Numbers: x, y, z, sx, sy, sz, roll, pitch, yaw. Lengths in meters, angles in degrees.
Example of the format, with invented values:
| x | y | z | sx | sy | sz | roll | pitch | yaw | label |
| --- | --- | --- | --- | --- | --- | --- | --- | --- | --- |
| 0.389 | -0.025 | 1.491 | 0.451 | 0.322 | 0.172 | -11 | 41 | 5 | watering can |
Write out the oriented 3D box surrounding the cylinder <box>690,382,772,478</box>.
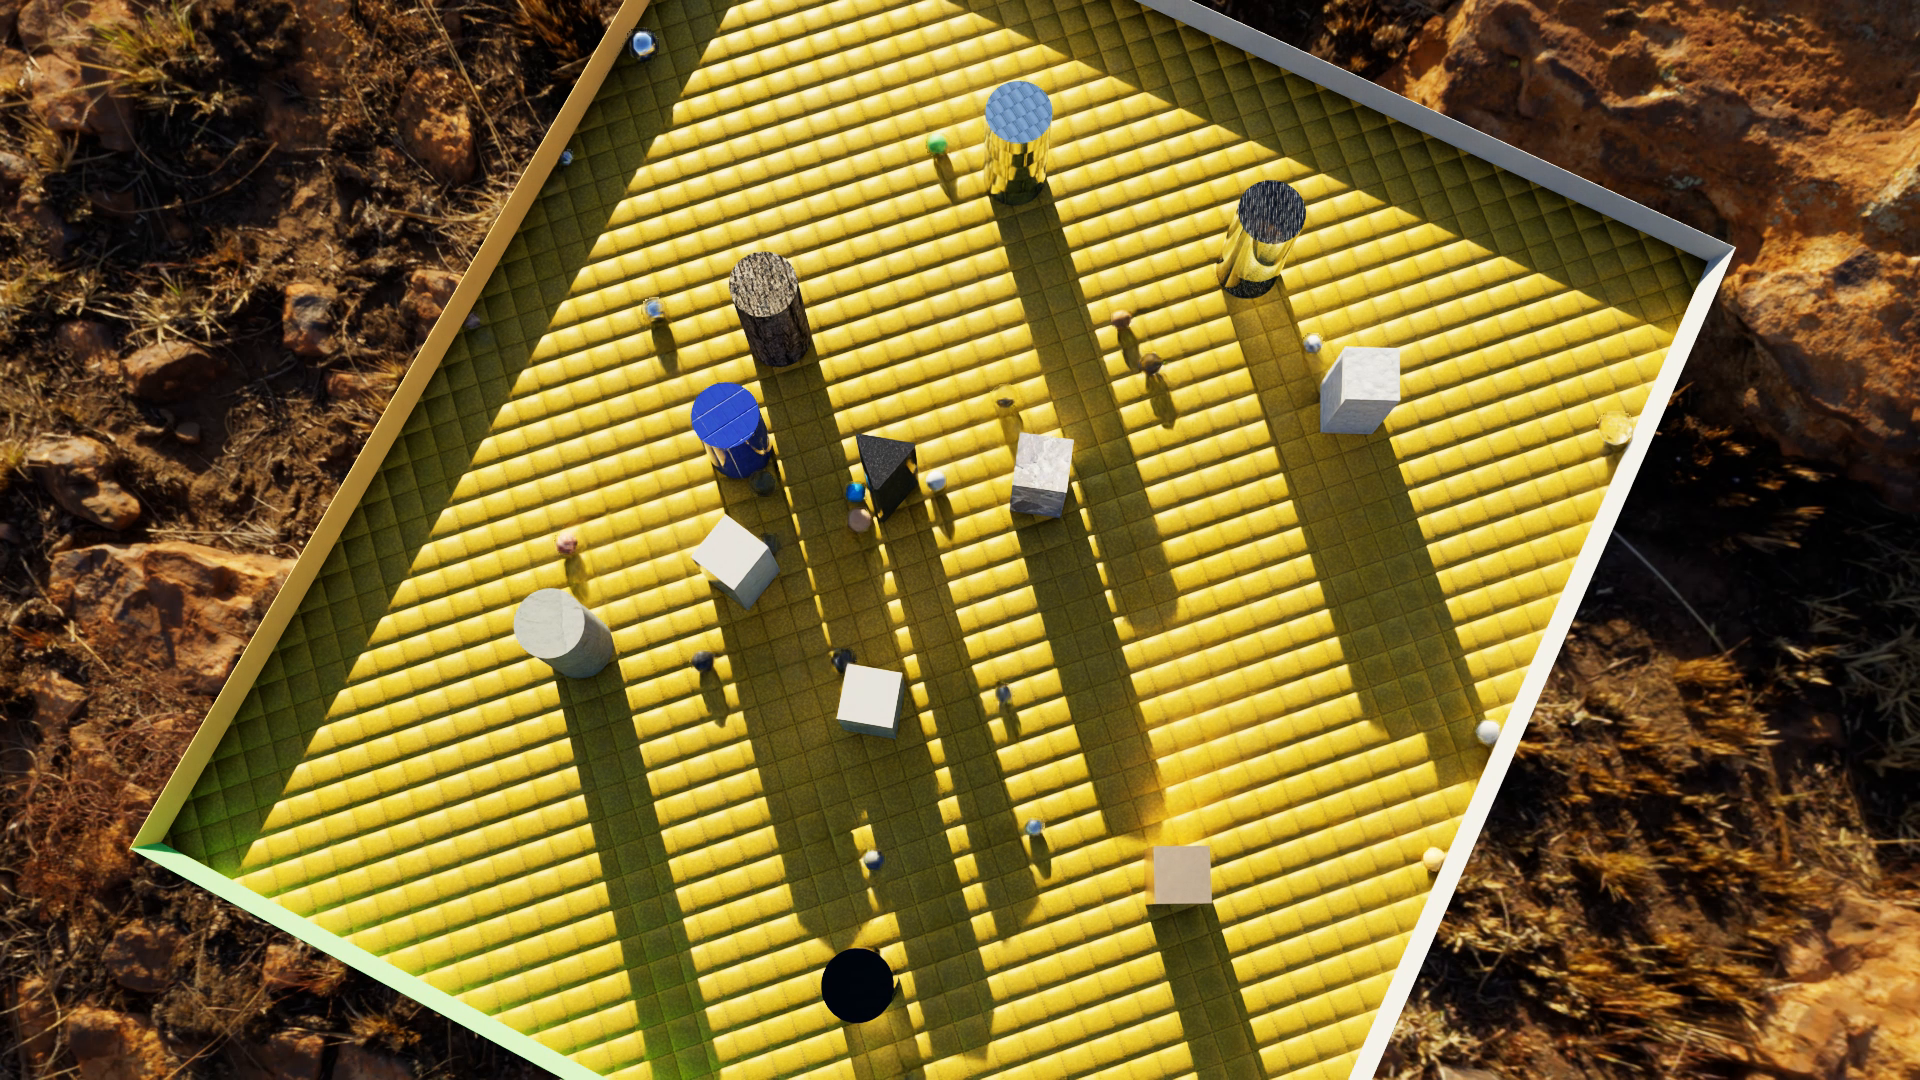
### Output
| x | y | z | sx | sy | sz | roll | pitch | yaw | label |
| --- | --- | --- | --- | --- | --- | --- | --- | --- | --- |
| -0.681 | -0.324 | 5.493 | 0.199 | 0.373 | 0.199 | 0 | 78 | 0 | cylinder |

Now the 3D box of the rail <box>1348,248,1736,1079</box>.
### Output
| x | y | z | sx | sy | sz | roll | pitch | yaw | label |
| --- | --- | --- | --- | --- | --- | --- | --- | --- | --- |
| 1.534 | 0.758 | 5.393 | 0.045 | 0.129 | 3.791 | 26 | 80 | 5 | rail |

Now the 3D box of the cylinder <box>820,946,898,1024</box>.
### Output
| x | y | z | sx | sy | sz | roll | pitch | yaw | label |
| --- | --- | --- | --- | --- | --- | --- | --- | --- | --- |
| -0.278 | 1.247 | 5.157 | 0.199 | 0.395 | 0.199 | 0 | 78 | 0 | cylinder |

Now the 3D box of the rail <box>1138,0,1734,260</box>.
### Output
| x | y | z | sx | sy | sz | roll | pitch | yaw | label |
| --- | --- | --- | --- | --- | --- | --- | --- | --- | --- |
| 0.837 | -1.633 | 5.888 | 3.477 | 0.129 | 0.045 | 26 | 80 | 5 | rail |

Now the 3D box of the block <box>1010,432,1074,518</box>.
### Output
| x | y | z | sx | sy | sz | roll | pitch | yaw | label |
| --- | --- | --- | --- | --- | --- | --- | --- | --- | --- |
| 0.241 | -0.191 | 5.480 | 0.159 | 0.344 | 0.159 | 8 | 78 | 2 | block |

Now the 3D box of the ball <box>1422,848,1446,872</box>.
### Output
| x | y | z | sx | sy | sz | roll | pitch | yaw | label |
| --- | --- | --- | --- | --- | --- | --- | --- | --- | --- |
| 1.395 | 0.939 | 5.387 | 0.068 | 0.068 | 0.068 | 0 | 78 | 0 | ball |

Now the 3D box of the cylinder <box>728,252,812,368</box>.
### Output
| x | y | z | sx | sy | sz | roll | pitch | yaw | label |
| --- | --- | --- | --- | --- | --- | --- | --- | --- | --- |
| -0.566 | -0.687 | 5.509 | 0.199 | 0.489 | 0.199 | 0 | 78 | 0 | cylinder |

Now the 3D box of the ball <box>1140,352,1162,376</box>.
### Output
| x | y | z | sx | sy | sz | roll | pitch | yaw | label |
| --- | --- | --- | --- | --- | --- | --- | --- | --- | --- |
| 0.594 | -0.547 | 5.694 | 0.070 | 0.070 | 0.070 | 0 | 78 | 0 | ball |

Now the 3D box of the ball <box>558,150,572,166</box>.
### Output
| x | y | z | sx | sy | sz | roll | pitch | yaw | label |
| --- | --- | --- | --- | --- | --- | --- | --- | --- | --- |
| -1.260 | -1.218 | 5.845 | 0.046 | 0.046 | 0.046 | 0 | 78 | 0 | ball |

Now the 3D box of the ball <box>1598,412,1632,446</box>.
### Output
| x | y | z | sx | sy | sz | roll | pitch | yaw | label |
| --- | --- | --- | --- | --- | --- | --- | --- | --- | --- |
| 2.017 | -0.342 | 5.637 | 0.099 | 0.099 | 0.099 | 0 | 78 | 0 | ball |

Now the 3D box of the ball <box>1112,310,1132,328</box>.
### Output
| x | y | z | sx | sy | sz | roll | pitch | yaw | label |
| --- | --- | --- | --- | --- | --- | --- | --- | --- | --- |
| 0.506 | -0.690 | 5.729 | 0.059 | 0.059 | 0.059 | 0 | 78 | 0 | ball |

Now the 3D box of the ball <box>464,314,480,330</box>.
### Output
| x | y | z | sx | sy | sz | roll | pitch | yaw | label |
| --- | --- | --- | --- | --- | --- | --- | --- | --- | --- |
| -1.529 | -0.685 | 5.733 | 0.050 | 0.050 | 0.050 | 0 | 78 | 0 | ball |

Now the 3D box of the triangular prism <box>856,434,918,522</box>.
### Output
| x | y | z | sx | sy | sz | roll | pitch | yaw | label |
| --- | --- | --- | --- | --- | --- | --- | --- | --- | --- |
| -0.239 | -0.210 | 5.435 | 0.149 | 0.441 | 0.172 | 40 | 81 | 8 | triangular prism |

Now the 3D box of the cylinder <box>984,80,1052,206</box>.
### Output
| x | y | z | sx | sy | sz | roll | pitch | yaw | label |
| --- | --- | --- | --- | --- | --- | --- | --- | --- | --- |
| 0.174 | -1.211 | 5.624 | 0.199 | 0.476 | 0.199 | 0 | 78 | 0 | cylinder |

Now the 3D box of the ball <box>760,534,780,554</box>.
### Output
| x | y | z | sx | sy | sz | roll | pitch | yaw | label |
| --- | --- | --- | --- | --- | --- | --- | --- | --- | --- |
| -0.579 | 0.013 | 5.583 | 0.060 | 0.060 | 0.060 | 0 | 78 | 0 | ball |

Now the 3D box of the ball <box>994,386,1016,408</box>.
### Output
| x | y | z | sx | sy | sz | roll | pitch | yaw | label |
| --- | --- | --- | --- | --- | --- | --- | --- | --- | --- |
| 0.140 | -0.443 | 5.673 | 0.070 | 0.070 | 0.070 | 0 | 78 | 0 | ball |

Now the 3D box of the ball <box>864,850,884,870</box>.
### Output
| x | y | z | sx | sy | sz | roll | pitch | yaw | label |
| --- | --- | --- | --- | --- | --- | --- | --- | --- | --- |
| -0.254 | 0.942 | 5.393 | 0.057 | 0.057 | 0.057 | 0 | 78 | 0 | ball |

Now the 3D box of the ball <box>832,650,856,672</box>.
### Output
| x | y | z | sx | sy | sz | roll | pitch | yaw | label |
| --- | --- | --- | --- | --- | --- | --- | --- | --- | --- |
| -0.349 | 0.363 | 5.505 | 0.072 | 0.072 | 0.072 | 0 | 78 | 0 | ball |

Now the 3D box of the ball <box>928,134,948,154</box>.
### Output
| x | y | z | sx | sy | sz | roll | pitch | yaw | label |
| --- | --- | --- | --- | --- | --- | --- | --- | --- | --- |
| -0.071 | -1.263 | 5.847 | 0.061 | 0.061 | 0.061 | 0 | 78 | 0 | ball |

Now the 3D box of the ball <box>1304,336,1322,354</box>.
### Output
| x | y | z | sx | sy | sz | roll | pitch | yaw | label |
| --- | --- | --- | --- | --- | --- | --- | --- | --- | --- |
| 1.101 | -0.608 | 5.713 | 0.058 | 0.058 | 0.058 | 0 | 78 | 0 | ball |

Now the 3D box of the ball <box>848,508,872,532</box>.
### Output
| x | y | z | sx | sy | sz | roll | pitch | yaw | label |
| --- | --- | --- | --- | --- | --- | --- | --- | --- | --- |
| -0.307 | -0.059 | 5.591 | 0.074 | 0.074 | 0.074 | 0 | 78 | 0 | ball |

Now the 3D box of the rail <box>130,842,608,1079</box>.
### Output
| x | y | z | sx | sy | sz | roll | pitch | yaw | label |
| --- | --- | --- | --- | --- | --- | --- | --- | --- | --- |
| -0.837 | 1.646 | 5.209 | 3.477 | 0.129 | 0.045 | 26 | 80 | 5 | rail |

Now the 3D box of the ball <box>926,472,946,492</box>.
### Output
| x | y | z | sx | sy | sz | roll | pitch | yaw | label |
| --- | --- | --- | --- | --- | --- | --- | --- | --- | --- |
| -0.076 | -0.180 | 5.623 | 0.061 | 0.061 | 0.061 | 0 | 78 | 0 | ball |

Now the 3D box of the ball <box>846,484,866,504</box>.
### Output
| x | y | z | sx | sy | sz | roll | pitch | yaw | label |
| --- | --- | --- | --- | --- | --- | --- | --- | --- | --- |
| -0.321 | -0.143 | 5.615 | 0.062 | 0.062 | 0.062 | 0 | 78 | 0 | ball |

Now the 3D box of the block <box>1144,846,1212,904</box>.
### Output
| x | y | z | sx | sy | sz | roll | pitch | yaw | label |
| --- | --- | --- | --- | --- | --- | --- | --- | --- | --- |
| 0.624 | 0.966 | 5.272 | 0.159 | 0.283 | 0.159 | -1 | 78 | 0 | block |

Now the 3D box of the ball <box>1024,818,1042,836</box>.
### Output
| x | y | z | sx | sy | sz | roll | pitch | yaw | label |
| --- | --- | --- | --- | --- | --- | --- | --- | --- | --- |
| 0.218 | 0.849 | 5.414 | 0.052 | 0.052 | 0.052 | 0 | 78 | 0 | ball |

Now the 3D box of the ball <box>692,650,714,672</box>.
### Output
| x | y | z | sx | sy | sz | roll | pitch | yaw | label |
| --- | --- | --- | --- | --- | --- | --- | --- | --- | --- |
| -0.771 | 0.364 | 5.507 | 0.068 | 0.068 | 0.068 | 0 | 78 | 0 | ball |

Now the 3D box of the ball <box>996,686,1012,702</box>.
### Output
| x | y | z | sx | sy | sz | roll | pitch | yaw | label |
| --- | --- | --- | --- | --- | --- | --- | --- | --- | --- |
| 0.132 | 0.463 | 5.494 | 0.052 | 0.052 | 0.052 | 0 | 78 | 0 | ball |

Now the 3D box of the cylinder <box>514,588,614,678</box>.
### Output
| x | y | z | sx | sy | sz | roll | pitch | yaw | label |
| --- | --- | --- | --- | --- | --- | --- | --- | --- | --- |
| -1.149 | 0.277 | 5.337 | 0.199 | 0.436 | 0.199 | 0 | 78 | 0 | cylinder |

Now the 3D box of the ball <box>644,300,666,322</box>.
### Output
| x | y | z | sx | sy | sz | roll | pitch | yaw | label |
| --- | --- | --- | --- | --- | --- | --- | --- | --- | --- |
| -0.954 | -0.717 | 5.730 | 0.068 | 0.068 | 0.068 | 0 | 78 | 0 | ball |

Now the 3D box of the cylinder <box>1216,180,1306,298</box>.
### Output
| x | y | z | sx | sy | sz | roll | pitch | yaw | label |
| --- | --- | --- | --- | --- | --- | --- | --- | --- | --- |
| 0.907 | -0.905 | 5.560 | 0.199 | 0.477 | 0.199 | 0 | 78 | 0 | cylinder |

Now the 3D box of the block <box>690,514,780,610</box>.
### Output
| x | y | z | sx | sy | sz | roll | pitch | yaw | label |
| --- | --- | --- | --- | --- | --- | --- | --- | --- | --- |
| -0.659 | 0.071 | 5.419 | 0.159 | 0.358 | 0.159 | 37 | 81 | 7 | block |

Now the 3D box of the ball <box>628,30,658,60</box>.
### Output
| x | y | z | sx | sy | sz | roll | pitch | yaw | label |
| --- | --- | --- | --- | --- | --- | --- | --- | --- | --- |
| -1.022 | -1.592 | 5.897 | 0.097 | 0.097 | 0.097 | 0 | 78 | 0 | ball |

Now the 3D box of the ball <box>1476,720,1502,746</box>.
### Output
| x | y | z | sx | sy | sz | roll | pitch | yaw | label |
| --- | --- | --- | --- | --- | --- | --- | --- | --- | --- |
| 1.575 | 0.574 | 5.461 | 0.073 | 0.073 | 0.073 | 0 | 78 | 0 | ball |

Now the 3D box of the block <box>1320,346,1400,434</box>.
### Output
| x | y | z | sx | sy | sz | roll | pitch | yaw | label |
| --- | --- | --- | --- | --- | --- | --- | --- | --- | --- |
| 1.201 | -0.446 | 5.517 | 0.159 | 0.375 | 0.159 | 2 | 78 | 0 | block |

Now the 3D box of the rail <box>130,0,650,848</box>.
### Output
| x | y | z | sx | sy | sz | roll | pitch | yaw | label |
| --- | --- | --- | --- | --- | --- | --- | --- | --- | --- |
| -1.534 | -0.744 | 5.704 | 0.045 | 0.129 | 3.791 | 26 | 80 | 5 | rail |

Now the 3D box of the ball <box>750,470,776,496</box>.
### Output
| x | y | z | sx | sy | sz | roll | pitch | yaw | label |
| --- | --- | --- | --- | --- | --- | --- | --- | --- | --- |
| -0.603 | -0.175 | 5.614 | 0.077 | 0.077 | 0.077 | 0 | 78 | 0 | ball |

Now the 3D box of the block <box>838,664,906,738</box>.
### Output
| x | y | z | sx | sy | sz | roll | pitch | yaw | label |
| --- | --- | --- | --- | --- | --- | --- | --- | --- | --- |
| -0.256 | 0.474 | 5.353 | 0.159 | 0.324 | 0.159 | 10 | 78 | 2 | block |

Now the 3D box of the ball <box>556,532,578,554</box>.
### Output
| x | y | z | sx | sy | sz | roll | pitch | yaw | label |
| --- | --- | --- | --- | --- | --- | --- | --- | --- | --- |
| -1.197 | 0.010 | 5.582 | 0.064 | 0.064 | 0.064 | 0 | 78 | 0 | ball |
